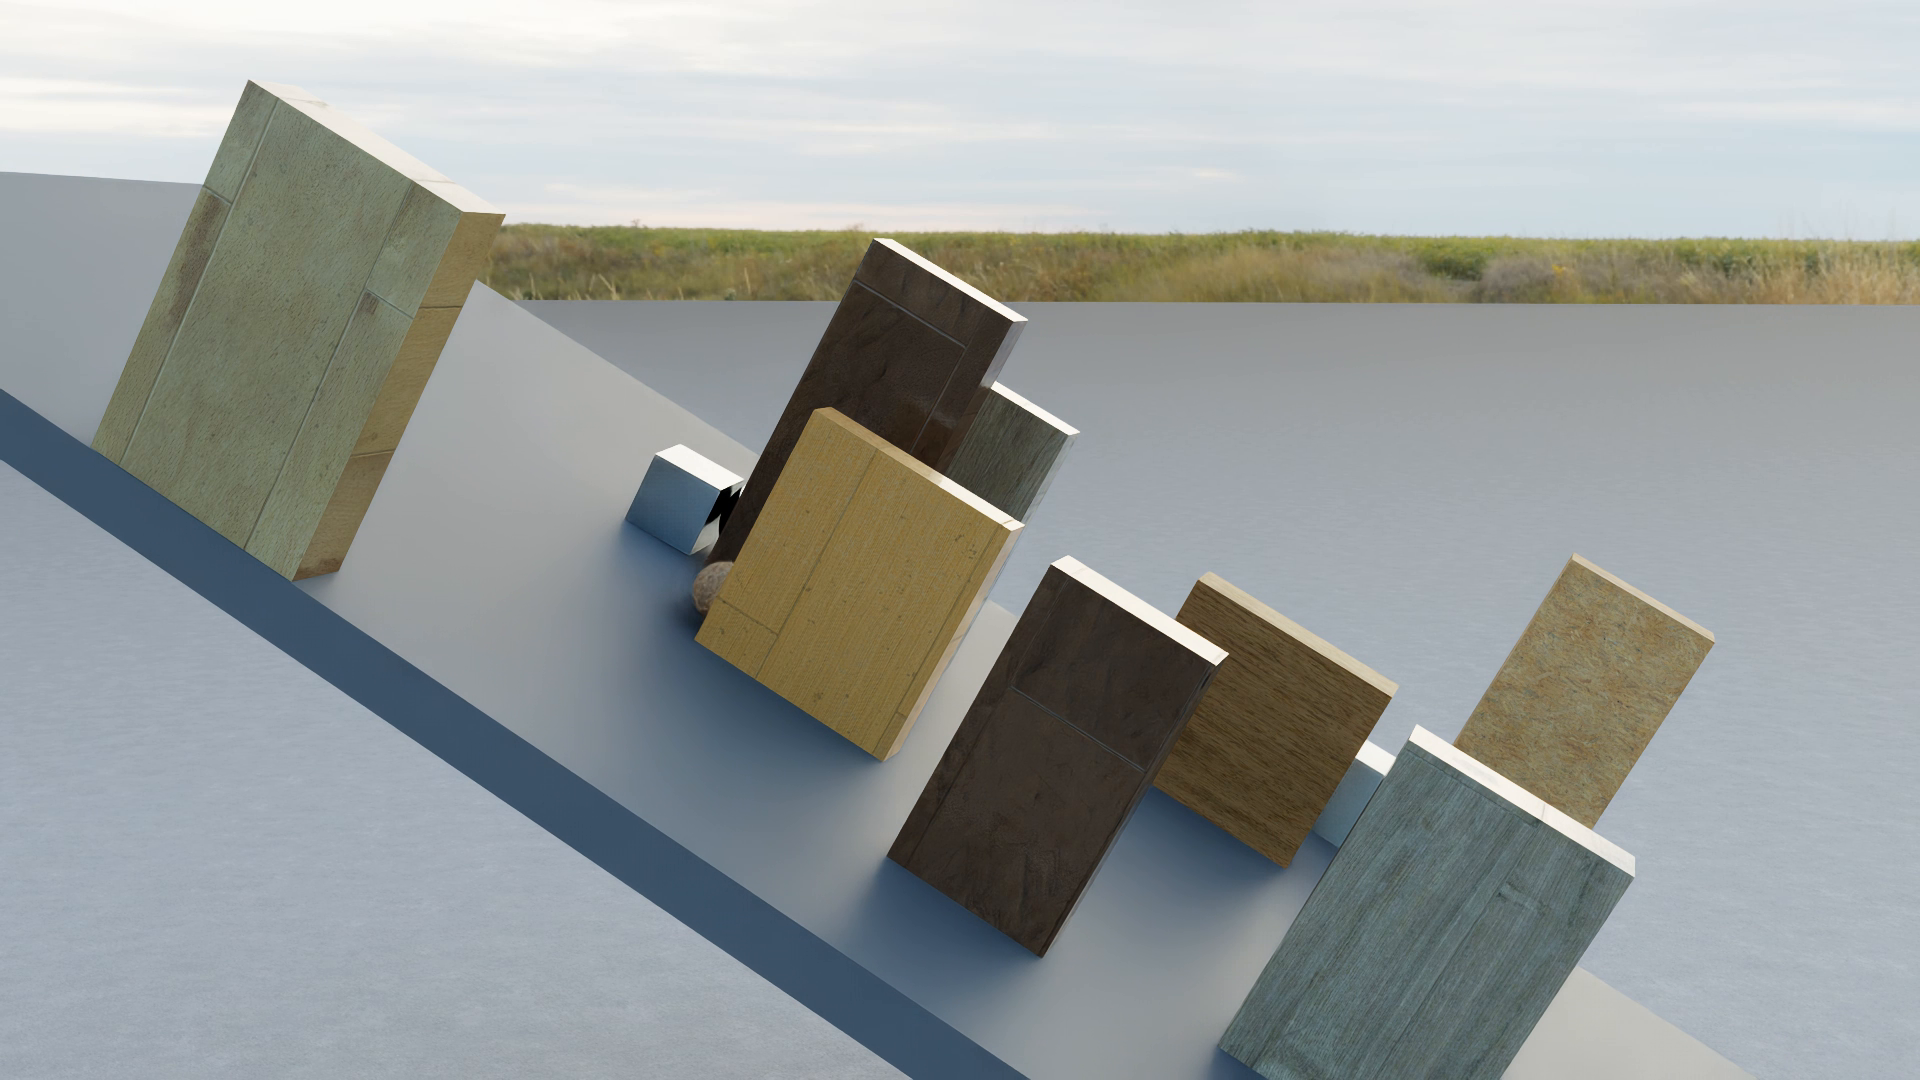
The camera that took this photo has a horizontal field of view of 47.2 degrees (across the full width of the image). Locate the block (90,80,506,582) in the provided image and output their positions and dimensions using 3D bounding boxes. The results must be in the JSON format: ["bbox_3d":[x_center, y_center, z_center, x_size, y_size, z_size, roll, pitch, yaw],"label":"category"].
[{"bbox_3d":[-1.006,-0.314,3.326,0.400,0.628,0.126,32,15,11],"label":"block"}]

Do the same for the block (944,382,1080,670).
[{"bbox_3d":[-0.061,-0.066,4.404,0.371,0.559,0.089,32,15,11],"label":"block"}]

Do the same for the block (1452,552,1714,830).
[{"bbox_3d":[1.234,0.446,4.651,0.327,0.776,0.125,32,15,11],"label":"block"}]

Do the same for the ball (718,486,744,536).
[{"bbox_3d":[-0.378,-0.020,4.366,0.203,0.203,0.203,0,7,0],"label":"ball"}]

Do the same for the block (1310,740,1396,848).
[{"bbox_3d":[0.877,0.564,4.761,0.189,0.189,0.189,32,15,11],"label":"block"}]

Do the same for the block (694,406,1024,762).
[{"bbox_3d":[-0.181,0.076,3.857,0.407,0.475,0.083,32,15,11],"label":"block"}]

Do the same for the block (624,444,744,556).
[{"bbox_3d":[-0.546,-0.081,4.361,0.148,0.148,0.148,29,14,6],"label":"block"}]

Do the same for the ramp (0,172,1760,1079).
[{"bbox_3d":[-0.197,0.325,4.134,4.000,0.100,2.000,32,15,11],"label":"ramp"}]

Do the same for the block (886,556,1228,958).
[{"bbox_3d":[0.149,0.338,3.435,0.294,0.547,0.107,32,15,11],"label":"block"}]

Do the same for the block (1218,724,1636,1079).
[{"bbox_3d":[0.716,0.639,3.401,0.380,0.582,0.119,32,15,11],"label":"block"}]

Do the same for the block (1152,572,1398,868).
[{"bbox_3d":[0.582,0.361,4.447,0.444,0.413,0.130,32,15,11],"label":"block"}]

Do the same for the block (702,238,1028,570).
[{"bbox_3d":[-0.189,-0.164,4.130,0.305,0.741,0.101,32,15,11],"label":"block"}]

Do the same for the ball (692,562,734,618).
[{"bbox_3d":[-0.432,0.097,4.034,0.117,0.117,0.117,0,7,0],"label":"ball"}]
